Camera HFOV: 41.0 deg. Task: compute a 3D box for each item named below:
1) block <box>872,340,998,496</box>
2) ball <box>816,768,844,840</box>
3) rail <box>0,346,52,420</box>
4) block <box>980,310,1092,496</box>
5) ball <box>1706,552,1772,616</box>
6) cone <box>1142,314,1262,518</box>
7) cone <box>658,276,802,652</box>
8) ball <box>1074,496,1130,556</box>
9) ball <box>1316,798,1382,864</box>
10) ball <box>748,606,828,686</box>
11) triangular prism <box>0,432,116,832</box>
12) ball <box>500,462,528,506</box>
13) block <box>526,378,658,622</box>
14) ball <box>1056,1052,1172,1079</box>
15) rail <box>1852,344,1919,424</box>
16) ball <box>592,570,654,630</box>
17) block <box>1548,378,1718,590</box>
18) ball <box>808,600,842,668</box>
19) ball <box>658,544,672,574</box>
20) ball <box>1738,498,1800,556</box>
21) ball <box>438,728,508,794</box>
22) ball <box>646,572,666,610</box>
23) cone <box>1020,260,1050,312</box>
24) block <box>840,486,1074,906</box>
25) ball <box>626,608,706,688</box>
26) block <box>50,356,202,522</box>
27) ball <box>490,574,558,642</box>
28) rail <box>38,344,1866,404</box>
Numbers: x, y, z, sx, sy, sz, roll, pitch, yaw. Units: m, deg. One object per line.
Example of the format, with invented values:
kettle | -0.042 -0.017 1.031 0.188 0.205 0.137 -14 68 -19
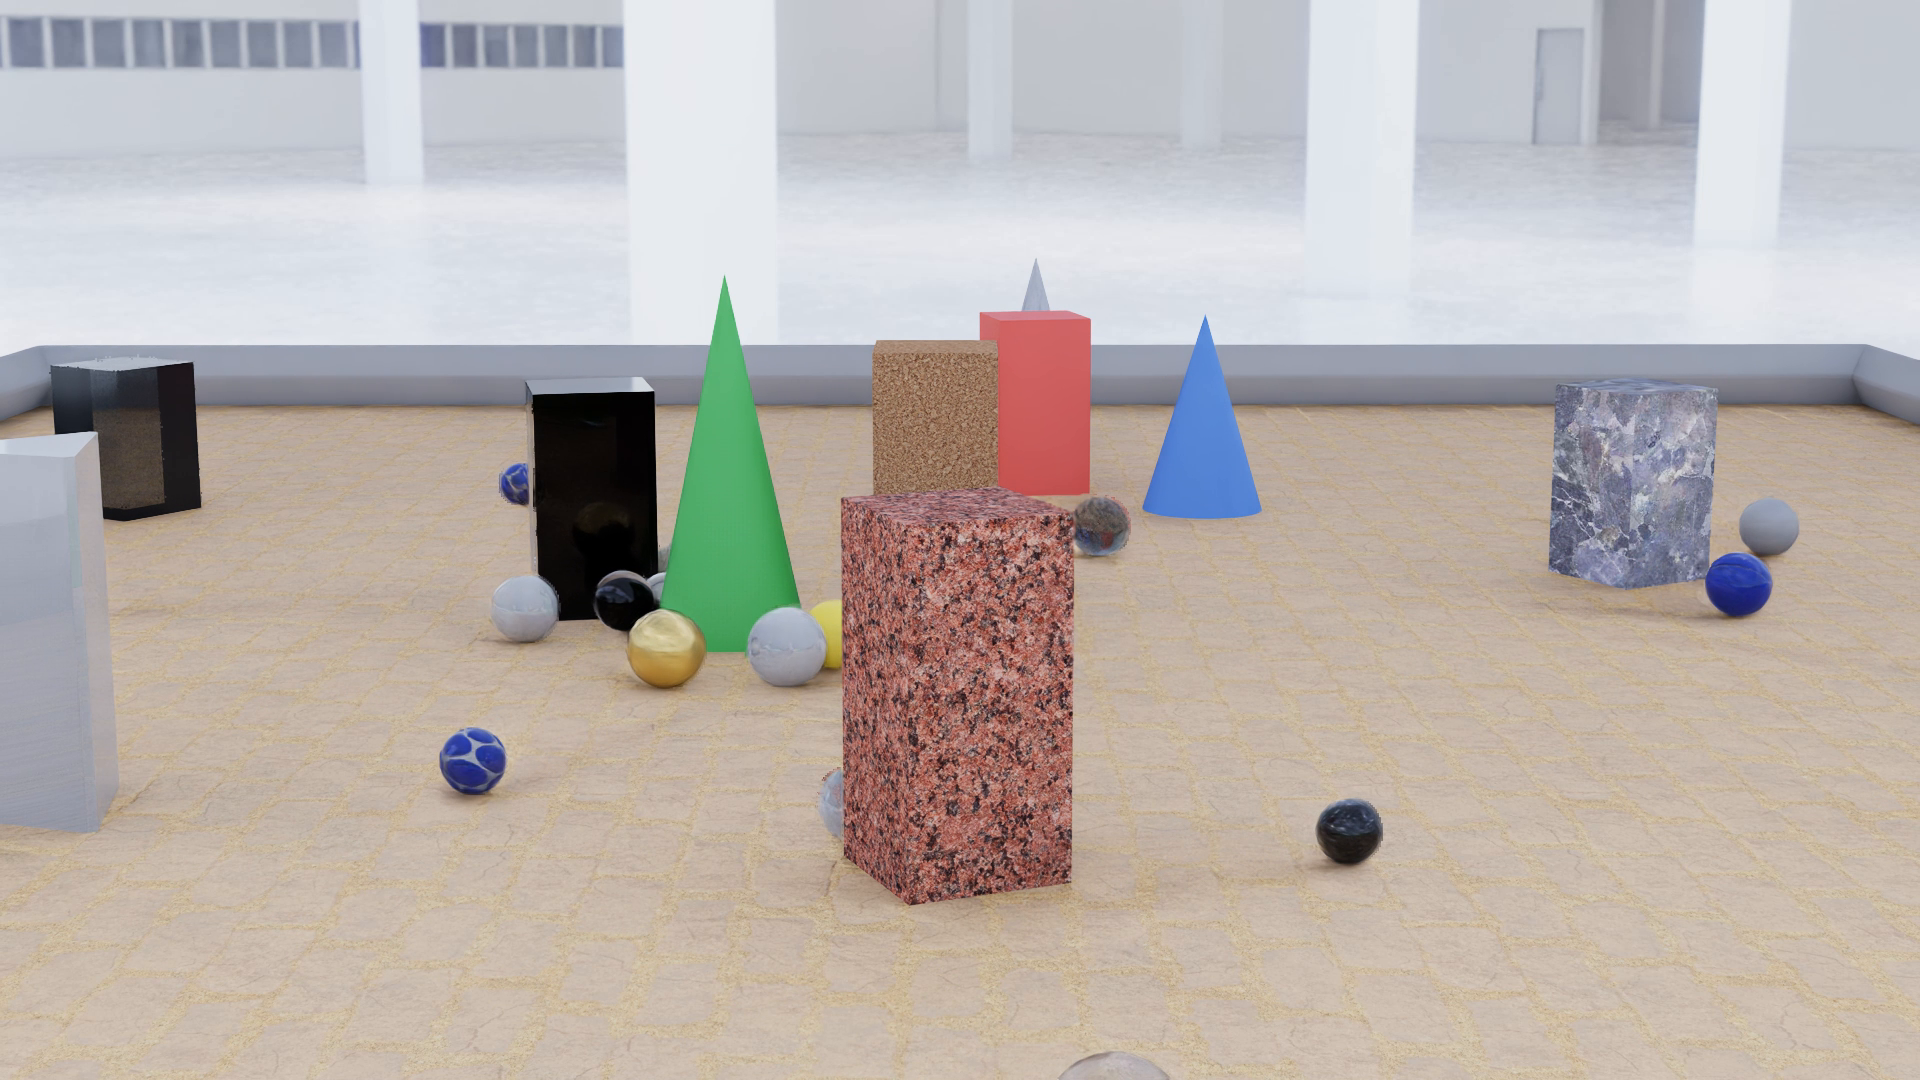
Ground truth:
block | -0.031 -0.069 3.347 0.159 0.369 0.159 0 10 0
ball | -0.100 0.251 2.434 0.072 0.072 0.072 0 10 0
rail | -1.958 0.035 3.438 0.045 0.129 4.314 0 10 0
block | 0.129 -0.239 4.447 0.159 0.302 0.159 -2 11 -12
ball | 1.042 0.059 3.431 0.087 0.087 0.087 0 10 0
cone | 0.403 -0.212 4.241 0.198 0.325 0.198 0 10 0
cone | -0.297 -0.107 3.280 0.198 0.468 0.198 0 10 0
ball | 0.210 -0.020 3.852 0.089 0.089 0.089 0 10 0
ball | 0.359 0.269 2.369 0.060 0.060 0.060 0 10 0
ball | -0.205 0.127 3.043 0.095 0.095 0.095 0 10 0
triangular prism | -0.890 0.084 2.530 0.172 0.365 0.149 4 11 19
ball | -0.733 -0.094 4.301 0.071 0.071 0.071 0 10 0
block | -0.498 -0.058 3.466 0.159 0.304 0.159 -2 11 -13
ball | 0.100 0.381 1.659 0.099 0.099 0.099 0 10 0
rail | 1.958 0.031 3.460 0.045 0.129 4.314 0 10 0
ball | -0.439 0.079 3.344 0.079 0.079 0.079 0 10 0
block | 0.967 -0.085 3.691 0.159 0.274 0.159 -6 12 -29
ball | -0.153 0.115 3.137 0.084 0.084 0.084 0 10 0
ball | -0.393 0.039 3.580 0.071 0.071 0.071 0 10 0
ball | 1.215 -0.020 3.854 0.087 0.087 0.087 0 10 0
ball | -0.493 0.223 2.595 0.068 0.068 0.068 0 10 0
ball | -0.391 0.076 3.399 0.065 0.065 0.065 0 10 0
cone | 0.146 -0.363 4.945 0.198 0.366 0.198 0 10 0
block | -0.004 0.135 2.325 0.159 0.339 0.159 -5 11 -23
ball | -0.349 0.128 3.039 0.093 0.093 0.093 0 10 0
block | -1.375 -0.170 4.233 0.159 0.244 0.159 7 12 32
ball | -0.556 0.088 3.276 0.087 0.087 0.087 0 10 0
rail | -0.012 -0.355 5.546 3.963 0.129 0.045 0 10 0
